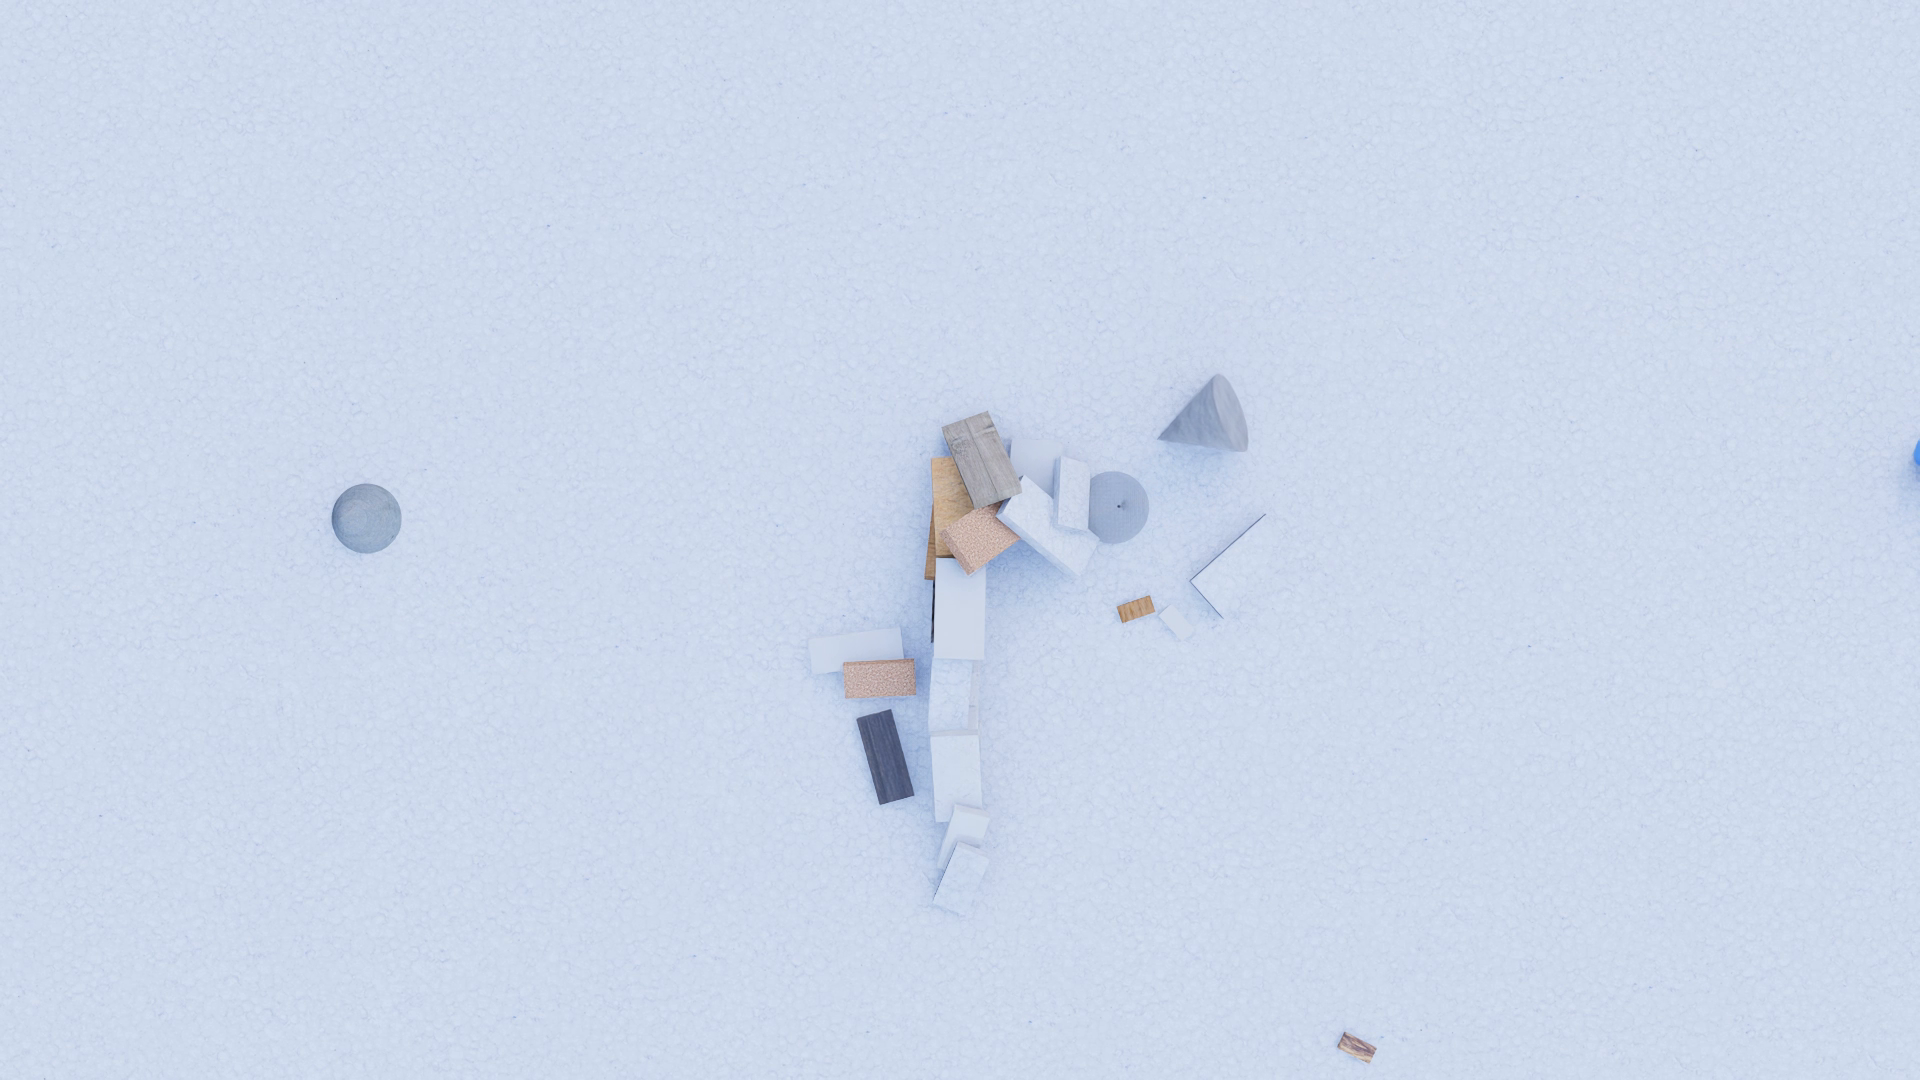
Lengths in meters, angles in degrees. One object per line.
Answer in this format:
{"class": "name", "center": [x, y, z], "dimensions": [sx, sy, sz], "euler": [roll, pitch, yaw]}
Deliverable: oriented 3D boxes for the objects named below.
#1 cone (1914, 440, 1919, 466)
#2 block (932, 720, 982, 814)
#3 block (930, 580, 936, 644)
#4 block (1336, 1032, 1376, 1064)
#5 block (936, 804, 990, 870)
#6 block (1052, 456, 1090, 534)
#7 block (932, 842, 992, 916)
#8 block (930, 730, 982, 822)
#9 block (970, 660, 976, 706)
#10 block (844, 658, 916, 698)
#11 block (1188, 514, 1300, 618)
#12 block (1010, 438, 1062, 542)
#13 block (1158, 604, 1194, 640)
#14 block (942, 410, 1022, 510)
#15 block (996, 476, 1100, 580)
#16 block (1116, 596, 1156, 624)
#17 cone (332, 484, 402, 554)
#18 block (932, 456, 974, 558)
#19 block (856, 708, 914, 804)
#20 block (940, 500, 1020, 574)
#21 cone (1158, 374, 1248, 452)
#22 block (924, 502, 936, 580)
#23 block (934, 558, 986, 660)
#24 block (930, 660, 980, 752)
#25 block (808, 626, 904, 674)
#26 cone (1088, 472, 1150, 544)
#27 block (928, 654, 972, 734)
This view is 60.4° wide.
{"class": "cone", "center": [3.349, -0.234, 5.439], "dimensions": [0.272, 0.272, 0.272], "euler": [42, 90, -27]}
{"class": "block", "center": [-0.011, 0.752, 5.478], "dimensions": [0.154, 0.044, 0.309], "euler": [3, 90, 0]}
{"class": "block", "center": [-0.010, 0.179, 5.415], "dimensions": [0.161, 0.046, 0.322], "euler": [2, 72, 0]}
{"class": "block", "center": [1.322, 1.690, 5.492], "dimensions": [0.116, 0.016, 0.058], "euler": [27, 90, 0]}
{"class": "block", "center": [0.010, 0.987, 5.428], "dimensions": [0.119, 0.034, 0.238], "euler": [13, 115, -6]}
{"class": "block", "center": [0.367, -0.148, 5.421], "dimensions": [0.117, 0.033, 0.235], "euler": [13, 70, -28]}
{"class": "block", "center": [0.006, 1.116, 5.439], "dimensions": [0.119, 0.034, 0.239], "euler": [21, 113, 0]}
{"class": "block", "center": [-0.010, 0.770, 5.386], "dimensions": [0.154, 0.044, 0.309], "euler": [-3, 109, 2]}
{"class": "block", "center": [-0.012, 0.416, 5.433], "dimensions": [0.129, 0.037, 0.258], "euler": [1, 78, 0]}
{"class": "block", "center": [-0.266, 0.459, 5.463], "dimensions": [0.235, 0.033, 0.117], "euler": [-3, 108, -1]}
{"class": "block", "center": [0.944, 0.088, 5.476], "dimensions": [0.336, 0.048, 0.168], "euler": [-42, 90, 0]}
{"class": "block", "center": [0.240, -0.163, 5.476], "dimensions": [0.168, 0.048, 0.336], "euler": [5, 90, 0]}
{"class": "block", "center": [0.720, 0.275, 5.492], "dimensions": [0.058, 0.016, 0.116], "euler": [-42, 90, 0]}
{"class": "block", "center": [0.070, -0.262, 5.383], "dimensions": [0.164, 0.047, 0.329], "euler": [-20, 56, -4]}
{"class": "block", "center": [0.289, -0.040, 5.392], "dimensions": [0.344, 0.047, 0.164], "euler": [39, 60, -17]}
{"class": "block", "center": [0.586, 0.231, 5.492], "dimensions": [0.116, 0.016, 0.058], "euler": [-19, 90, 0]}
{"class": "cone", "center": [-1.979, -0.072, 5.383], "dimensions": [0.234, 0.234, 0.234], "euler": [0, 90, 0]}
{"class": "block", "center": [-0.003, -0.107, 5.408], "dimensions": [0.168, 0.048, 0.336], "euler": [-2, 73, -3]}
{"class": "block", "center": [-0.248, 0.720, 5.483], "dimensions": [0.119, 0.034, 0.296], "euler": [-15, 90, 0]}
{"class": "block", "center": [0.101, -0.038, 5.341], "dimensions": [0.329, 0.047, 0.164], "euler": [-35, 90, -34]}
{"class": "cone", "center": [0.770, -0.374, 5.439], "dimensions": [0.272, 0.272, 0.272], "euler": [-19, 90, 27]}
{"class": "block", "center": [-0.020, -0.022, 5.429], "dimensions": [0.161, 0.046, 0.322], "euler": [6, 72, 0]}
{"class": "block", "center": [0.000, 0.223, 5.325], "dimensions": [0.161, 0.046, 0.322], "euler": [1, 84, -1]}
{"class": "block", "center": [-0.016, 0.545, 5.445], "dimensions": [0.154, 0.044, 0.309], "euler": [3, 78, 0]}
{"class": "block", "center": [-0.344, 0.368, 5.483], "dimensions": [0.308, 0.033, 0.117], "euler": [-8, 90, 0]}
{"class": "cone", "center": [0.510, -0.108, 5.379], "dimensions": [0.243, 0.243, 0.243], "euler": [0, 90, 0]}
{"class": "block", "center": [-0.033, 0.506, 5.365], "dimensions": [0.129, 0.037, 0.258], "euler": [4, 97, -1]}
